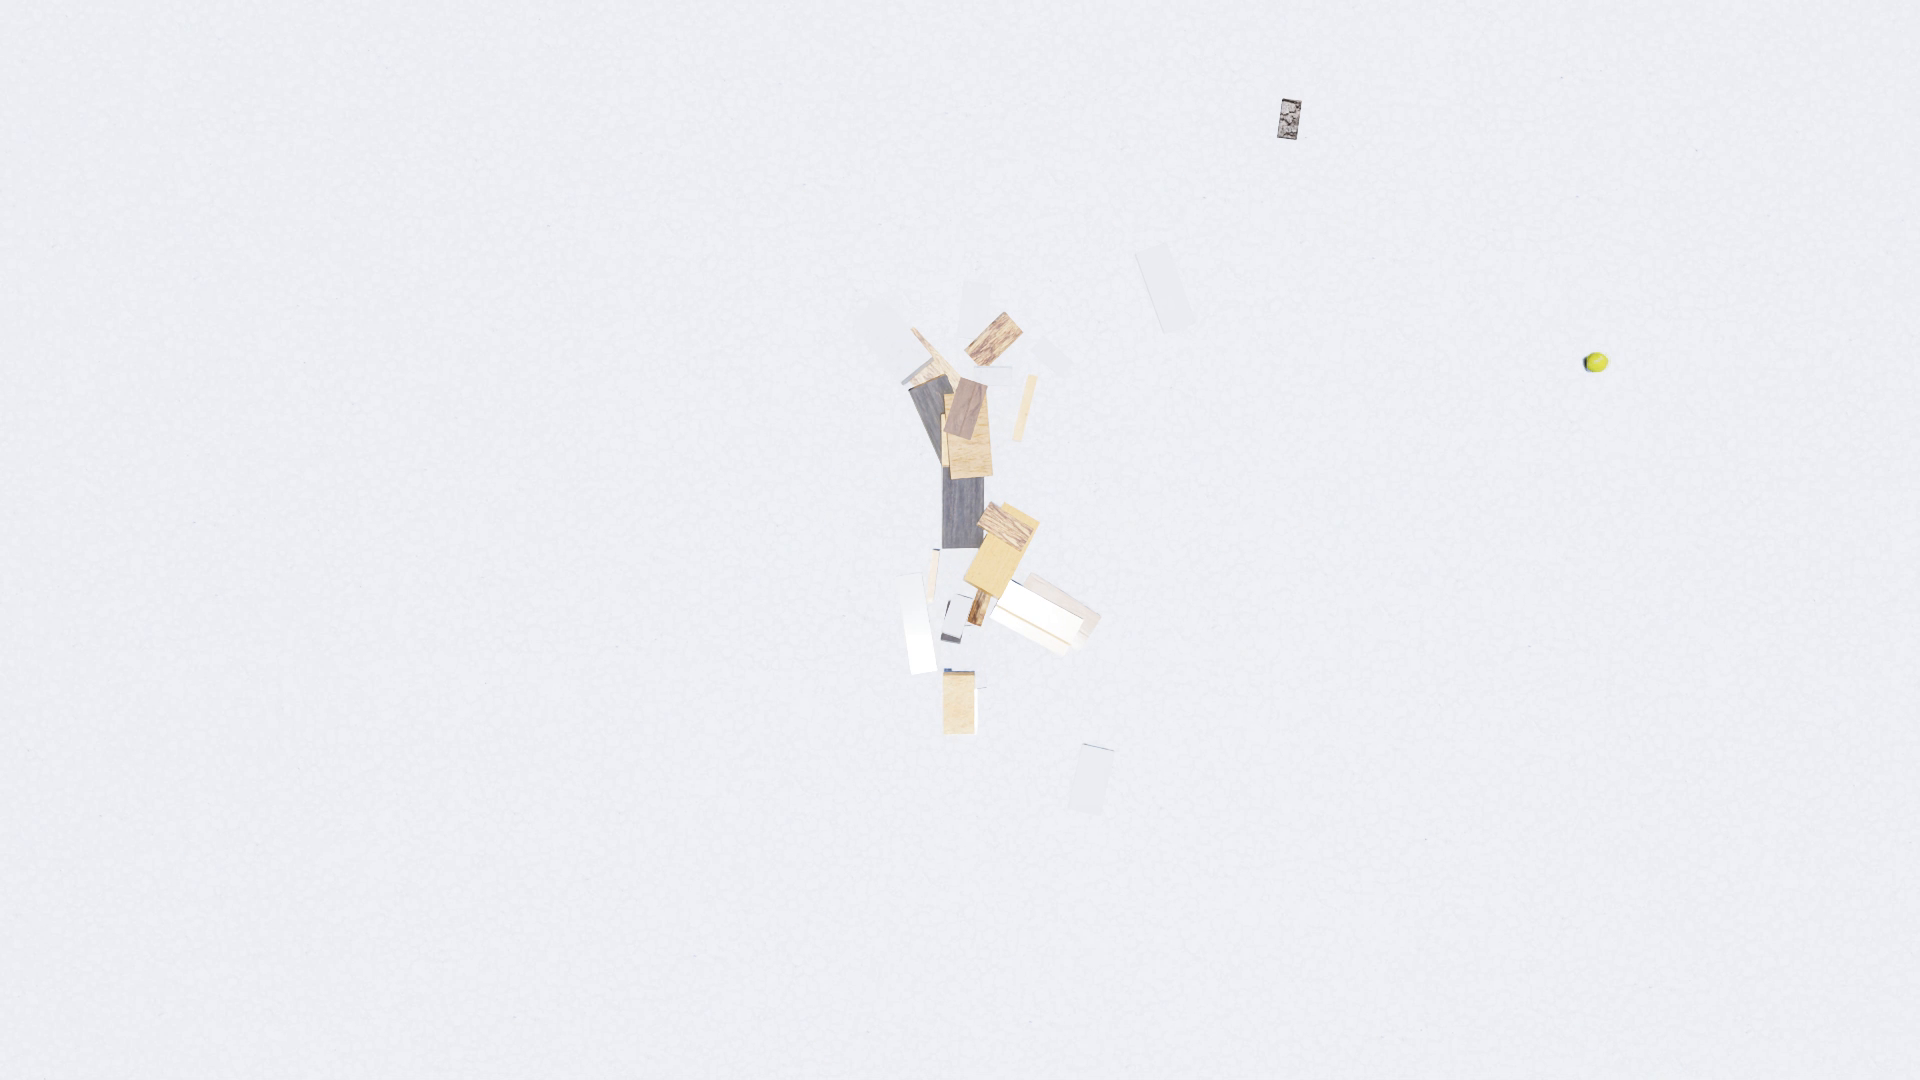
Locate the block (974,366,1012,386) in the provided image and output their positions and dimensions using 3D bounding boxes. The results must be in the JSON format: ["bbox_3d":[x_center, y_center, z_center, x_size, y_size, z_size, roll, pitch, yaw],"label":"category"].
[{"bbox_3d":[0.109,-0.546,5.474,0.129,0.018,0.064,1,124,0],"label":"block"}]

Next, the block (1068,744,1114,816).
[{"bbox_3d":[0.436,0.797,5.485,0.109,0.031,0.219,13,90,0],"label":"block"}]

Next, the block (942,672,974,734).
[{"bbox_3d":[-0.004,0.538,5.425,0.104,0.030,0.209,0,107,0],"label":"block"}]

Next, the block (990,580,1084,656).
[{"bbox_3d":[0.253,0.258,5.441,0.275,0.039,0.138,28,92,0],"label":"block"}]

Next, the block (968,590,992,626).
[{"bbox_3d":[0.068,0.215,5.465,0.019,0.068,0.136,19,90,-29],"label":"block"}]

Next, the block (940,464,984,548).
[{"bbox_3d":[0.008,-0.110,5.443,0.138,0.039,0.275,-1,103,-6],"label":"block"}]

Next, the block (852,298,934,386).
[{"bbox_3d":[-0.220,-0.656,5.444,0.135,0.038,0.270,-39,75,1],"label":"block"}]

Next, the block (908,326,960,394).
[{"bbox_3d":[-0.110,-0.564,5.481,0.135,0.038,0.270,-44,90,0],"label":"block"}]

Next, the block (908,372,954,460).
[{"bbox_3d":[-0.056,-0.399,5.448,0.135,0.038,0.270,-24,104,0],"label":"block"}]

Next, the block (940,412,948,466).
[{"bbox_3d":[0.007,-0.282,5.442,0.138,0.039,0.275,-2,103,-6],"label":"block"}]

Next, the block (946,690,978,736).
[{"bbox_3d":[0.006,0.542,5.485,0.104,0.030,0.209,0,90,0],"label":"block"}]

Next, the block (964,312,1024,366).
[{"bbox_3d":[0.111,-0.659,5.470,0.185,0.026,0.093,-44,113,0],"label":"block"}]

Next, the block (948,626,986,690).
[{"bbox_3d":[0.022,0.393,5.464,0.104,0.030,0.209,-8,79,-2],"label":"block"}]

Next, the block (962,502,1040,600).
[{"bbox_3d":[0.136,0.037,5.439,0.138,0.039,0.293,29,76,-5],"label":"block"}]

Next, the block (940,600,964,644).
[{"bbox_3d":[-0.019,0.274,5.465,0.068,0.019,0.136,10,71,5],"label":"block"}]

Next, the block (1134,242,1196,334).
[{"bbox_3d":[0.682,-0.836,5.485,0.109,0.031,0.283,-20,90,0],"label":"block"}]

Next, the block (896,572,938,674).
[{"bbox_3d":[-0.144,0.277,5.488,0.085,0.024,0.329,-9,90,0],"label":"block"}]

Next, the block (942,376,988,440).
[{"bbox_3d":[0.017,-0.425,5.340,0.093,0.026,0.185,18,88,-5],"label":"block"}]

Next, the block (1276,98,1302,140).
[{"bbox_3d":[1.097,-1.401,5.491,0.064,0.018,0.129,8,90,0],"label":"block"}]

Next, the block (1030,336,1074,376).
[{"bbox_3d":[0.306,-0.610,5.491,0.135,0.018,0.064,42,90,0],"label":"block"}]

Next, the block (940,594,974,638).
[{"bbox_3d":[-0.010,0.251,5.453,0.068,0.019,0.136,17,71,8],"label":"block"}]

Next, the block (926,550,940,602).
[{"bbox_3d":[-0.090,0.119,5.457,0.024,0.085,0.170,7,90,0],"label":"block"}]

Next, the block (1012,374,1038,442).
[{"bbox_3d":[0.213,-0.432,5.445,0.031,0.109,0.219,14,90,0],"label":"block"}]

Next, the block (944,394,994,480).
[{"bbox_3d":[0.026,-0.341,5.374,0.138,0.039,0.275,-5,91,-6],"label":"block"}]

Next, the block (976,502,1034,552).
[{"bbox_3d":[0.148,-0.043,5.423,0.170,0.024,0.085,32,76,-4],"label":"block"}]

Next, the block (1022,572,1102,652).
[{"bbox_3d":[0.316,0.238,5.480,0.275,0.039,0.138,33,90,0],"label":"block"}]

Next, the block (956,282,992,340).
[{"bbox_3d":[0.046,-0.762,5.487,0.093,0.026,0.185,7,90,0],"label":"block"}]
